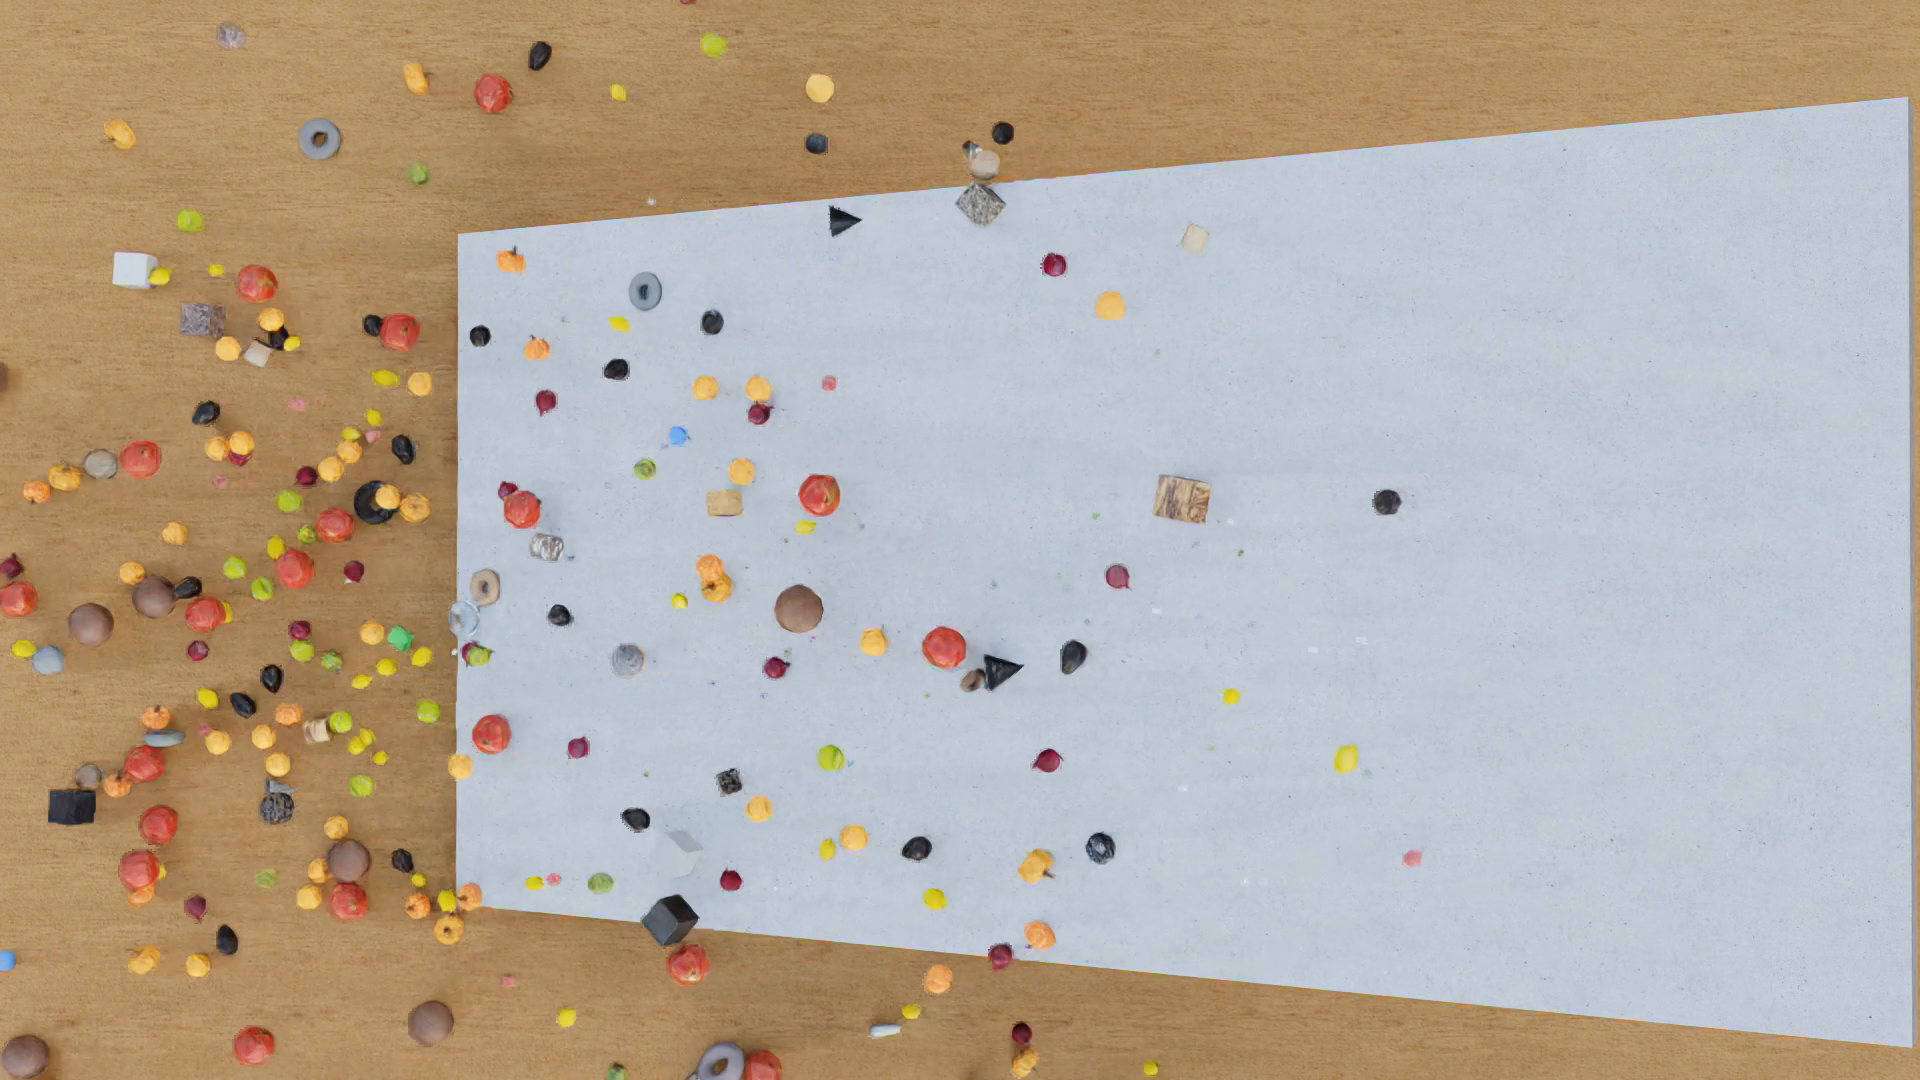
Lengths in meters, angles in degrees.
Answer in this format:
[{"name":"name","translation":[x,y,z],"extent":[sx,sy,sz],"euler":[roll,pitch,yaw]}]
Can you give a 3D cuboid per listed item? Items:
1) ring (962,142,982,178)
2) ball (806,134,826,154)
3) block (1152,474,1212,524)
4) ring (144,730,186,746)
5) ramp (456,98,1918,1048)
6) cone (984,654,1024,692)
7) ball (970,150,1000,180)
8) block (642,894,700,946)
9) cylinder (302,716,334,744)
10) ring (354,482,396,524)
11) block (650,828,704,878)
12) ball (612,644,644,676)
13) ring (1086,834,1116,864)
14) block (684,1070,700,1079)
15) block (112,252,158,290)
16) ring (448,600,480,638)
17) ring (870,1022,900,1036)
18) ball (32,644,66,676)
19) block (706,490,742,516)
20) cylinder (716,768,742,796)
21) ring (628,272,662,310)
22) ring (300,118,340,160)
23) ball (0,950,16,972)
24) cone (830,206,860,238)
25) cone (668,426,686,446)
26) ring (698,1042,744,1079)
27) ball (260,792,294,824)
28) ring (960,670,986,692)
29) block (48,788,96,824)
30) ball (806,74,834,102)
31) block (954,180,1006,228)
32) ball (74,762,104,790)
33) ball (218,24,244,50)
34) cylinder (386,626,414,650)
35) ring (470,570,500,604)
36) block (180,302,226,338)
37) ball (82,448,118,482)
[{"name":"ring","translation":[0.042,-1.067,6.168],"extent":[0.037,0.111,0.111],"euler":[-27,89,-15]},{"name":"ball","translation":[-0.414,-1.144,6.349],"extent":[0.060,0.060,0.060],"euler":[0,89,0]},{"name":"block","translation":[0.543,-0.100,5.378],"extent":[0.100,0.100,0.100],"euler":[13,96,28]},{"name":"ring","translation":[-2.376,0.591,6.573],"extent":[0.115,0.115,0.038],"euler":[-2,95,0]},{"name":"ramp","translation":[0.273,0.076,5.639],"extent":[4.000,0.100,2.000],"euler":[0,89,29]},{"name":"cone","translation":[0.118,0.332,5.640],"extent":[0.098,0.098,0.098],"euler":[-10,89,2]},{"name":"ball","translation":[0.066,-0.973,5.706],"extent":[0.078,0.078,0.078],"euler":[0,89,0]},{"name":"block","translation":[-0.805,1.057,6.116],"extent":[0.093,0.093,0.093],"euler":[46,110,21]},{"name":"cylinder","translation":[-1.930,0.573,6.611],"extent":[0.070,0.070,0.070],"euler":[-13,89,-7]},{"name":"ring","translation":[-1.764,-0.112,6.632],"extent":[0.131,0.044,0.131],"euler":[0,90,1]},{"name":"block","translation":[-0.785,0.870,6.109],"extent":[0.090,0.090,0.090],"euler":[41,108,23]},{"name":"ball","translation":[-0.894,0.324,5.923],"extent":[0.088,0.088,0.088],"euler":[0,89,0]},{"name":"ring","translation":[0.354,0.774,5.516],"extent":[0.079,0.026,0.079],"euler":[-1,88,30]},{"name":"block","translation":[-0.796,1.635,6.607],"extent":[0.056,0.056,0.056],"euler":[-36,90,0]},{"name":"block","translation":[-2.479,-0.809,6.612],"extent":[0.095,0.095,0.095],"euler":[4,89,0]},{"name":"ring","translation":[-1.474,0.235,6.526],"extent":[0.112,0.037,0.112],"euler":[-1,89,30]},{"name":"ring","translation":[-0.224,1.465,6.587],"extent":[0.094,0.094,0.031],"euler":[4,68,0]},{"name":"ball","translation":[-2.735,0.361,6.603],"extent":[0.091,0.091,0.091],"euler":[0,89,0]},{"name":"block","translation":[-0.650,-0.101,6.056],"extent":[0.068,0.068,0.068],"euler":[-3,88,29]},{"name":"cylinder","translation":[-0.633,0.665,6.044],"extent":[0.057,0.057,0.057],"euler":[-19,79,0]},{"name":"ring","translation":[-0.890,-0.702,6.213],"extent":[0.109,0.036,0.109],"euler":[0,90,30]},{"name":"ring","translation":[-1.933,-1.213,6.643],"extent":[0.126,0.042,0.126],"euler":[0,90,1]},{"name":"ball","translation":[-2.873,1.264,6.607],"extent":[0.065,0.065,0.065],"euler":[0,89,0]},{"name":"cone","translation":[-0.303,-0.855,5.889],"extent":[0.083,0.083,0.083],"euler":[-3,89,2]},{"name":"cone","translation":[-0.775,-0.290,6.122],"extent":[0.054,0.054,0.054],"euler":[-2,94,-32]},{"name":"ring","translation":[-0.714,1.573,6.579],"extent":[0.150,0.050,0.150],"euler":[-14,49,17]},{"name":"ball","translation":[-1.963,0.771,6.324],"extent":[0.096,0.096,0.096],"euler":[0,89,0]},{"name":"ring","translation":[0.035,0.363,5.669],"extent":[0.075,0.075,0.025],"euler":[-38,59,0]},{"name":"block","translation":[-2.657,0.798,6.579],"extent":[0.093,0.093,0.093],"euler":[1,89,36]},{"name":"ball","translation":[-0.422,-1.361,6.623],"extent":[0.086,0.086,0.086],"euler":[0,89,0]},{"name":"block","translation":[0.053,-0.866,5.668],"extent":[0.079,0.079,0.079],"euler":[-49,68,20]},{"name":"ball","translation":[-2.617,0.709,6.604],"extent":[0.081,0.081,0.081],"euler":[0,89,0]},{"name":"ball","translation":[-2.198,-1.518,6.629],"extent":[0.077,0.077,0.077],"euler":[0,89,0]},{"name":"cylinder","translation":[-1.685,0.295,6.620],"extent":[0.057,0.057,0.057],"euler":[31,90,1]},{"name":"ring","translation":[-1.401,0.138,6.488],"extent":[0.106,0.035,0.106],"euler":[0,91,28]},{"name":"block","translation":[-2.273,-0.661,6.606],"extent":[0.091,0.091,0.091],"euler":[4,89,11]},{"name":"ball","translation":[-2.581,-0.226,6.604],"extent":[0.100,0.100,0.100],"euler":[0,89,0]}]
